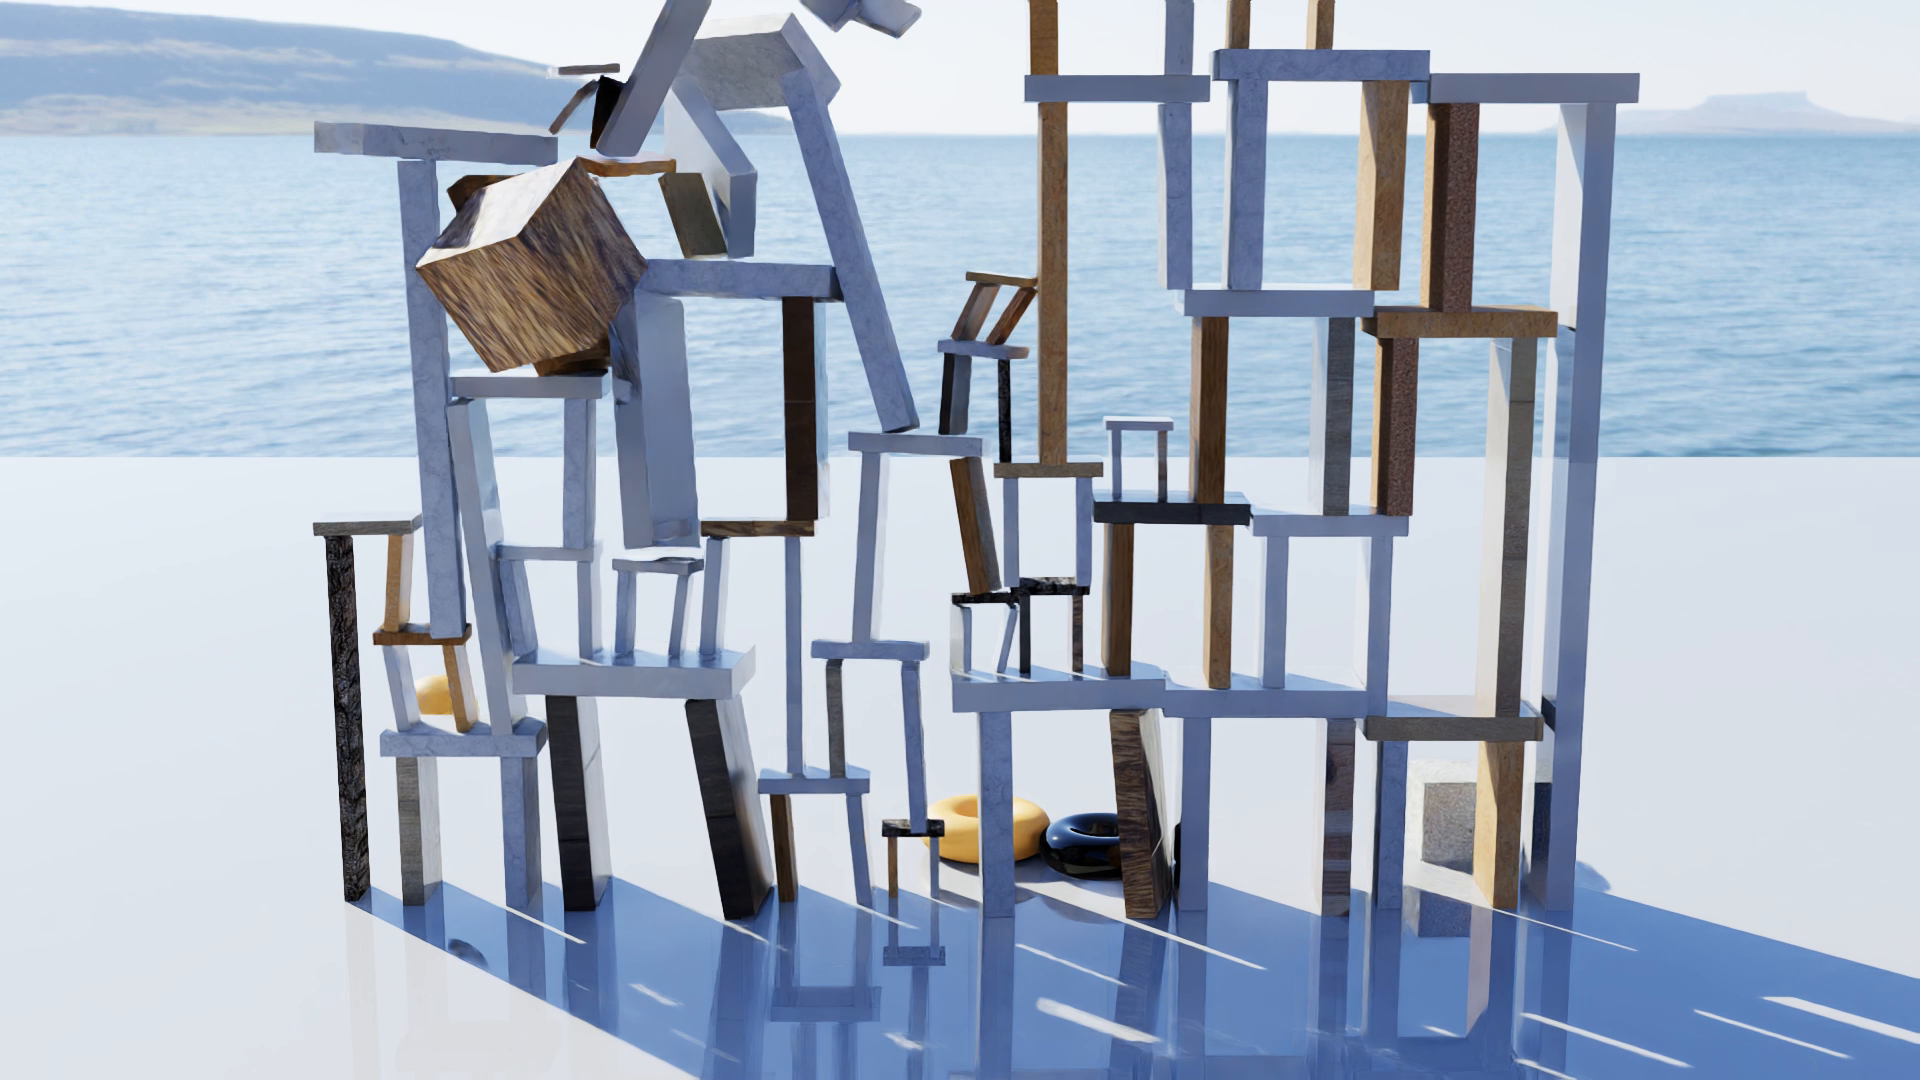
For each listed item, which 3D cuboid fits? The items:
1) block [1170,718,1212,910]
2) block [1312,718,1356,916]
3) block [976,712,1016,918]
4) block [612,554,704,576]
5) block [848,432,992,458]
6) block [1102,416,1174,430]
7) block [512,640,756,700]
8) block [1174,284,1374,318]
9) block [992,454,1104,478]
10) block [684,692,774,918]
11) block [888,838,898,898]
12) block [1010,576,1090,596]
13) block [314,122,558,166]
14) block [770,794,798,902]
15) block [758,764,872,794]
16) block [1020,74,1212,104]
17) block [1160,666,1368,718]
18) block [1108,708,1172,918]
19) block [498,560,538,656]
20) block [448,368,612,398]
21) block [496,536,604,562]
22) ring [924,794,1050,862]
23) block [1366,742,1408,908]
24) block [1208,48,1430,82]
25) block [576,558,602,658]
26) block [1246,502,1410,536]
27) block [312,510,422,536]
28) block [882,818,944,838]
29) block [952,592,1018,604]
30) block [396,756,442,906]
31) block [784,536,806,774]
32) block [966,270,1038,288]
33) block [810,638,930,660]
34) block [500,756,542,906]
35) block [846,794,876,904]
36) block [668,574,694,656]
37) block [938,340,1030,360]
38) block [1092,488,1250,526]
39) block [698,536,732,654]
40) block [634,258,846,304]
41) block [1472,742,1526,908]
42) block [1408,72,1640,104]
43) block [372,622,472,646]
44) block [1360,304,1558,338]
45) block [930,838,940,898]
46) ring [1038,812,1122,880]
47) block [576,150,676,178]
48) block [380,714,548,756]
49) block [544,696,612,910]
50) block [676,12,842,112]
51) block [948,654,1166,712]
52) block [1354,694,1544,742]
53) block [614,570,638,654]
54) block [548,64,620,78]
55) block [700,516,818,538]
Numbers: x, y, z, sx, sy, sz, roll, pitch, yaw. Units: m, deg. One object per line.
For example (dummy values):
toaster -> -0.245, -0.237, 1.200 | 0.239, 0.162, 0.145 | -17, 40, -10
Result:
block -> 0.382, 0.430, 3.642 | 0.046, 0.324, 0.162 | 0, 11, 0
block -> 0.613, 0.436, 3.612 | 0.046, 0.324, 0.162 | 1, 11, 3
block -> 0.057, 0.427, 3.611 | 0.048, 0.341, 0.171 | -2, 11, -2
block -> -0.489, 0.040, 3.566 | 0.133, 0.019, 0.067 | 3, 7, 17
block -> -0.065, -0.155, 3.588 | 0.220, 0.031, 0.110 | 3, 2, 9
block -> 0.286, -0.187, 3.526 | 0.108, 0.015, 0.054 | 1, 11, -2
block -> -0.529, 0.210, 3.590 | 0.359, 0.051, 0.180 | 1, 10, 7
block -> 0.496, -0.381, 3.489 | 0.295, 0.042, 0.148 | 0, 11, 0
block -> 0.140, -0.118, 3.522 | 0.175, 0.025, 0.087 | 0, 10, 0
block -> -0.376, 0.417, 3.604 | 0.051, 0.359, 0.180 | -8, 9, 7
block -> -0.112, 0.538, 3.664 | 0.015, 0.104, 0.052 | 0, 10, 0
block -> 0.145, 0.075, 3.558 | 0.127, 0.018, 0.063 | -1, 10, -1
block -> -0.832, -0.630, 3.504 | 0.338, 0.048, 0.169 | -5, 12, -41
block -> -0.292, 0.498, 3.656 | 0.026, 0.183, 0.091 | -4, 10, 1
block -> -0.238, 0.395, 3.638 | 0.183, 0.026, 0.091 | 0, 10, 0
block -> 0.239, -0.700, 3.418 | 0.284, 0.040, 0.142 | 0, 10, -1
block -> 0.491, 0.249, 3.606 | 0.324, 0.046, 0.162 | 0, 11, 1
block -> 0.298, 0.427, 3.602 | 0.048, 0.341, 0.171 | -3, 9, 16
block -> -0.721, 0.104, 3.590 | 0.022, 0.158, 0.079 | -8, 7, 3
block -> -0.686, -0.251, 3.520 | 0.240, 0.034, 0.120 | 0, 10, -2
block -> -0.665, 0.015, 3.565 | 0.158, 0.022, 0.079 | 1, 10, 2
ring -> 0.044, 0.509, 3.891 | 0.235, 0.078, 0.235 | 1, 9, 0
block -> 0.707, 0.451, 3.642 | 0.040, 0.283, 0.142 | 1, 11, 3
block -> 0.555, -0.738, 3.424 | 0.320, 0.045, 0.160 | 0, 11, 0
block -> -0.603, 0.106, 3.578 | 0.022, 0.158, 0.079 | 1, 10, 2
block -> 0.589, -0.034, 3.551 | 0.247, 0.035, 0.124 | 0, 11, 0
block -> -0.954, -0.027, 3.554 | 0.159, 0.023, 0.080 | -1, 12, 3
block -> -0.078, 0.479, 3.655 | 0.104, 0.015, 0.052 | 0, 10, -1
block -> 0.040, 0.095, 3.569 | 0.104, 0.015, 0.052 | -1, 1, -1
block -> -0.897, 0.464, 3.649 | 0.036, 0.254, 0.127 | 0, 11, 0
block -> -0.271, 0.184, 3.620 | 0.026, 0.386, 0.092 | 0, 4, -2
block -> 0.066, -0.416, 3.505 | 0.104, 0.015, 0.052 | 9, 12, 20
block -> -0.146, 0.180, 3.605 | 0.184, 0.026, 0.092 | 1, 1, 5
block -> -0.728, 0.464, 3.649 | 0.036, 0.254, 0.127 | 0, 11, 0
block -> -0.164, 0.500, 3.646 | 0.026, 0.183, 0.091 | -5, 10, 2
block -> -0.453, 0.116, 3.575 | 0.019, 0.133, 0.067 | 8, 7, 1
block -> 0.037, -0.307, 3.537 | 0.133, 0.019, 0.067 | 10, 12, 35
block -> 0.337, -0.053, 3.544 | 0.247, 0.035, 0.123 | 1, 11, 0
block -> -0.397, 0.089, 3.566 | 0.026, 0.184, 0.092 | 4, 4, 2
block -> -0.376, -0.425, 3.602 | 0.356, 0.050, 0.178 | 3, 3, 6
block -> 0.892, 0.451, 3.643 | 0.040, 0.283, 0.142 | 0, 11, 0
block -> 0.875, -0.703, 3.428 | 0.319, 0.045, 0.159 | 0, 11, -1
block -> -0.875, 0.153, 3.581 | 0.144, 0.020, 0.072 | 0, 11, 0
block -> 0.789, -0.347, 3.491 | 0.282, 0.040, 0.141 | 0, 11, -1
block -> -0.042, 0.538, 3.665 | 0.015, 0.104, 0.052 | 0, 11, 0
ring -> 0.248, 0.529, 3.799 | 0.225, 0.075, 0.225 | 1, 9, 0
block -> -0.547, -0.618, 3.610 | 0.075, 0.021, 0.149 | 23, 26, 37
block -> -0.812, 0.322, 3.622 | 0.254, 0.036, 0.127 | 0, 11, 0
block -> -0.630, 0.411, 3.641 | 0.051, 0.359, 0.180 | -3, 10, 0
block -> -0.372, -0.815, 3.766 | 0.327, 0.163, 0.046 | 6, 56, 40
block -> 0.154, 0.233, 3.584 | 0.341, 0.048, 0.171 | -1, 11, -3
block -> 0.799, 0.292, 3.612 | 0.283, 0.040, 0.142 | 0, 11, 0
block -> -0.545, 0.114, 3.586 | 0.019, 0.133, 0.067 | 3, 5, 3
block -> -0.588, -0.735, 3.442 | 0.101, 0.014, 0.050 | -10, 12, -27
block -> -0.328, -0.021, 3.604 | 0.185, 0.026, 0.092 | 0, 4, -1
